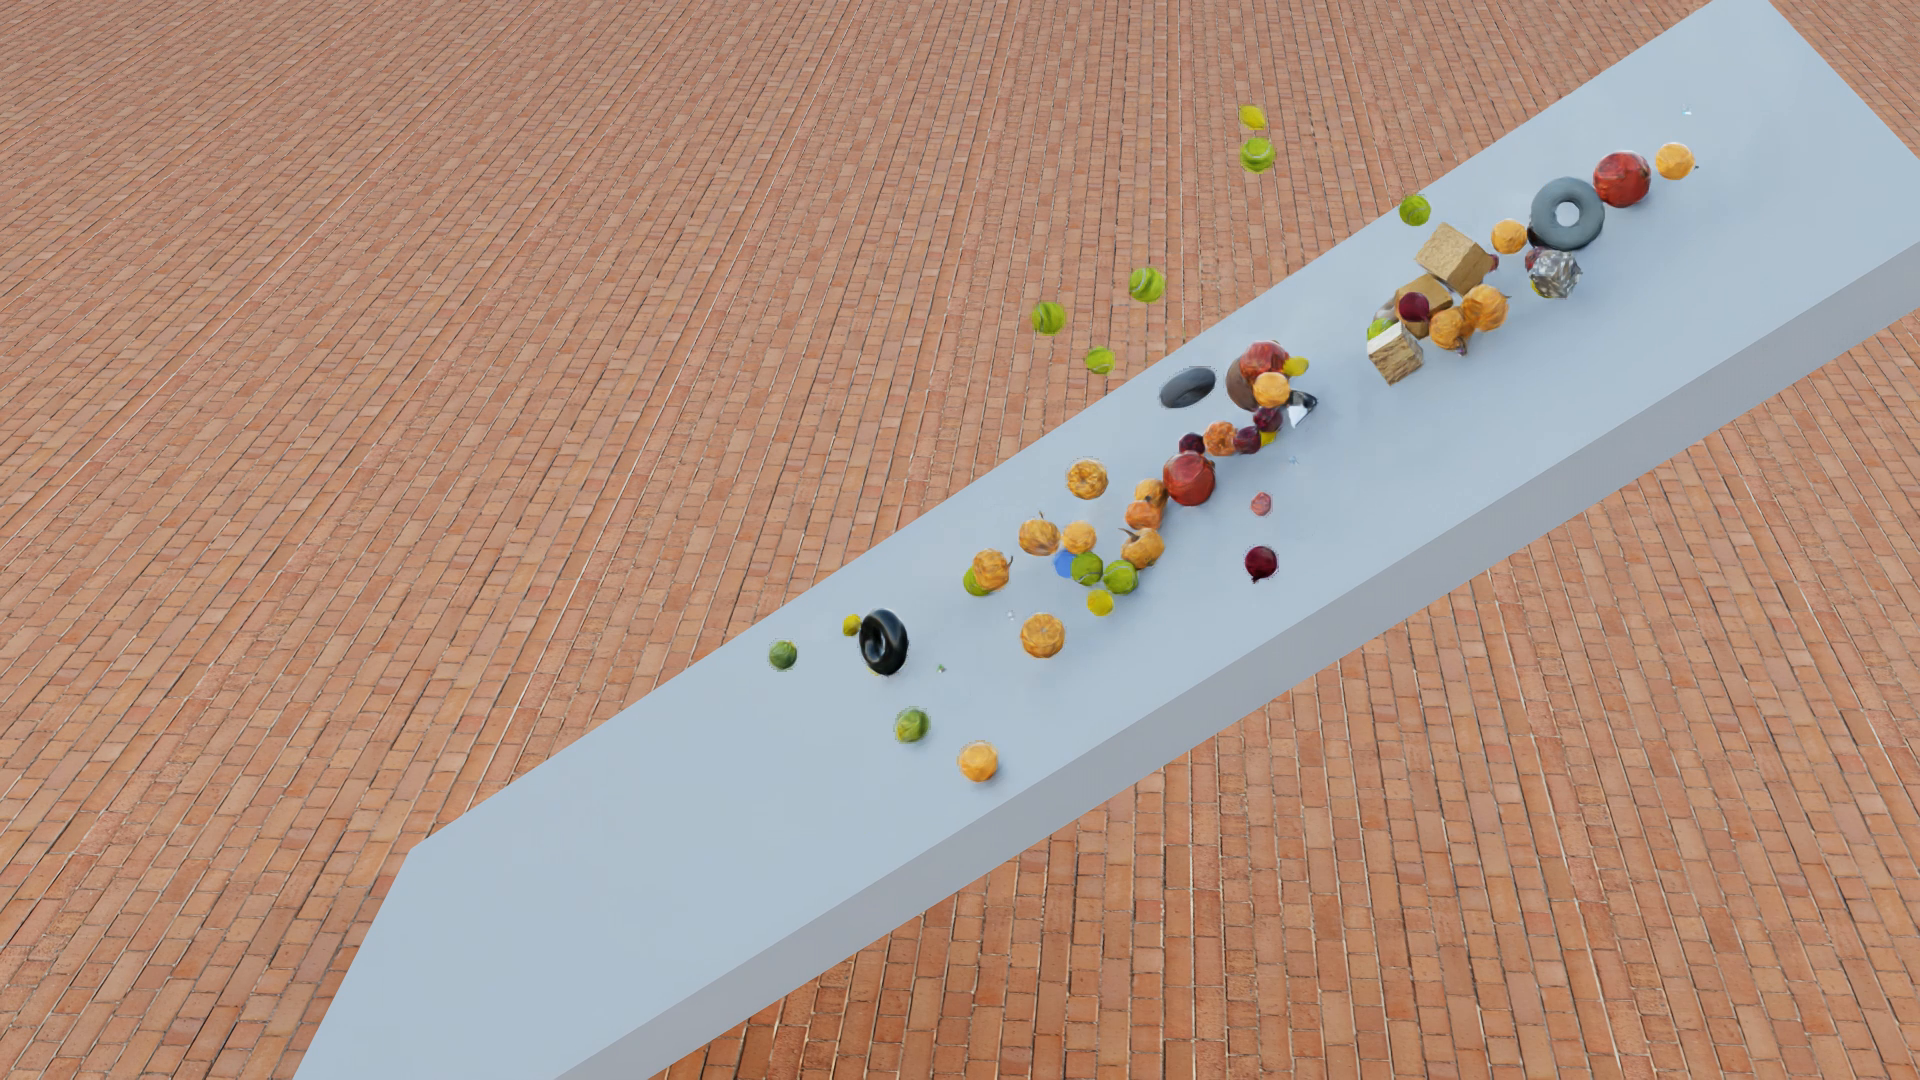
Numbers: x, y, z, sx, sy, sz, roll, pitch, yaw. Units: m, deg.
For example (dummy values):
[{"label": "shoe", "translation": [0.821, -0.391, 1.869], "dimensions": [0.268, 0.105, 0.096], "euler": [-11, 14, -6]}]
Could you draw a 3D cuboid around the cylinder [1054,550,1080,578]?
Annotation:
[{"label": "cylinder", "translation": [0.224, 0.049, 6.162], "dimensions": [0.052, 0.052, 0.052], "euler": [0, 11, -1]}]

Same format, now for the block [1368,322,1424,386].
[{"label": "block", "translation": [0.877, -0.376, 5.925], "dimensions": [0.080, 0.080, 0.080], "euler": [-33, 16, 21]}]

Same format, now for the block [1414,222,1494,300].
[{"label": "block", "translation": [0.988, -0.559, 5.880], "dimensions": [0.095, 0.095, 0.095], "euler": [42, 7, 40]}]

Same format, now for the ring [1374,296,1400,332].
[{"label": "ring", "translation": [0.929, -0.486, 6.209], "dimensions": [0.127, 0.042, 0.127], "euler": [-35, 12, 8]}]

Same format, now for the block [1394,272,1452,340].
[{"label": "block", "translation": [0.930, -0.468, 5.899], "dimensions": [0.080, 0.080, 0.080], "euler": [-29, 58, -12]}]

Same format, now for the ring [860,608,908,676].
[{"label": "ring", "translation": [-0.166, 0.221, 6.387], "dimensions": [0.050, 0.149, 0.149], "euler": [-7, 21, -36]}]

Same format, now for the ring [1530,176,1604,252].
[{"label": "ring", "translation": [1.214, -0.651, 5.881], "dimensions": [0.149, 0.149, 0.050], "euler": [0, 5, 0]}]

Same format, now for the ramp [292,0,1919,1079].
[{"label": "ramp", "translation": [0.134, 0.175, 6.310], "dimensions": [4.000, 0.100, 2.000], "euler": [-33, 16, 15]}]

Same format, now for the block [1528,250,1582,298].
[{"label": "block", "translation": [1.137, -0.508, 5.616], "dimensions": [0.063, 0.063, 0.063], "euler": [15, 65, 44]}]

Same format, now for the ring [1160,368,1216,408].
[{"label": "ring", "translation": [0.464, -0.309, 5.987], "dimensions": [0.123, 0.123, 0.041], "euler": [-14, 69, -31]}]

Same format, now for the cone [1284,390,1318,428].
[{"label": "cone", "translation": [0.697, -0.260, 6.083], "dimensions": [0.072, 0.072, 0.072], "euler": [14, -20, 5]}]
